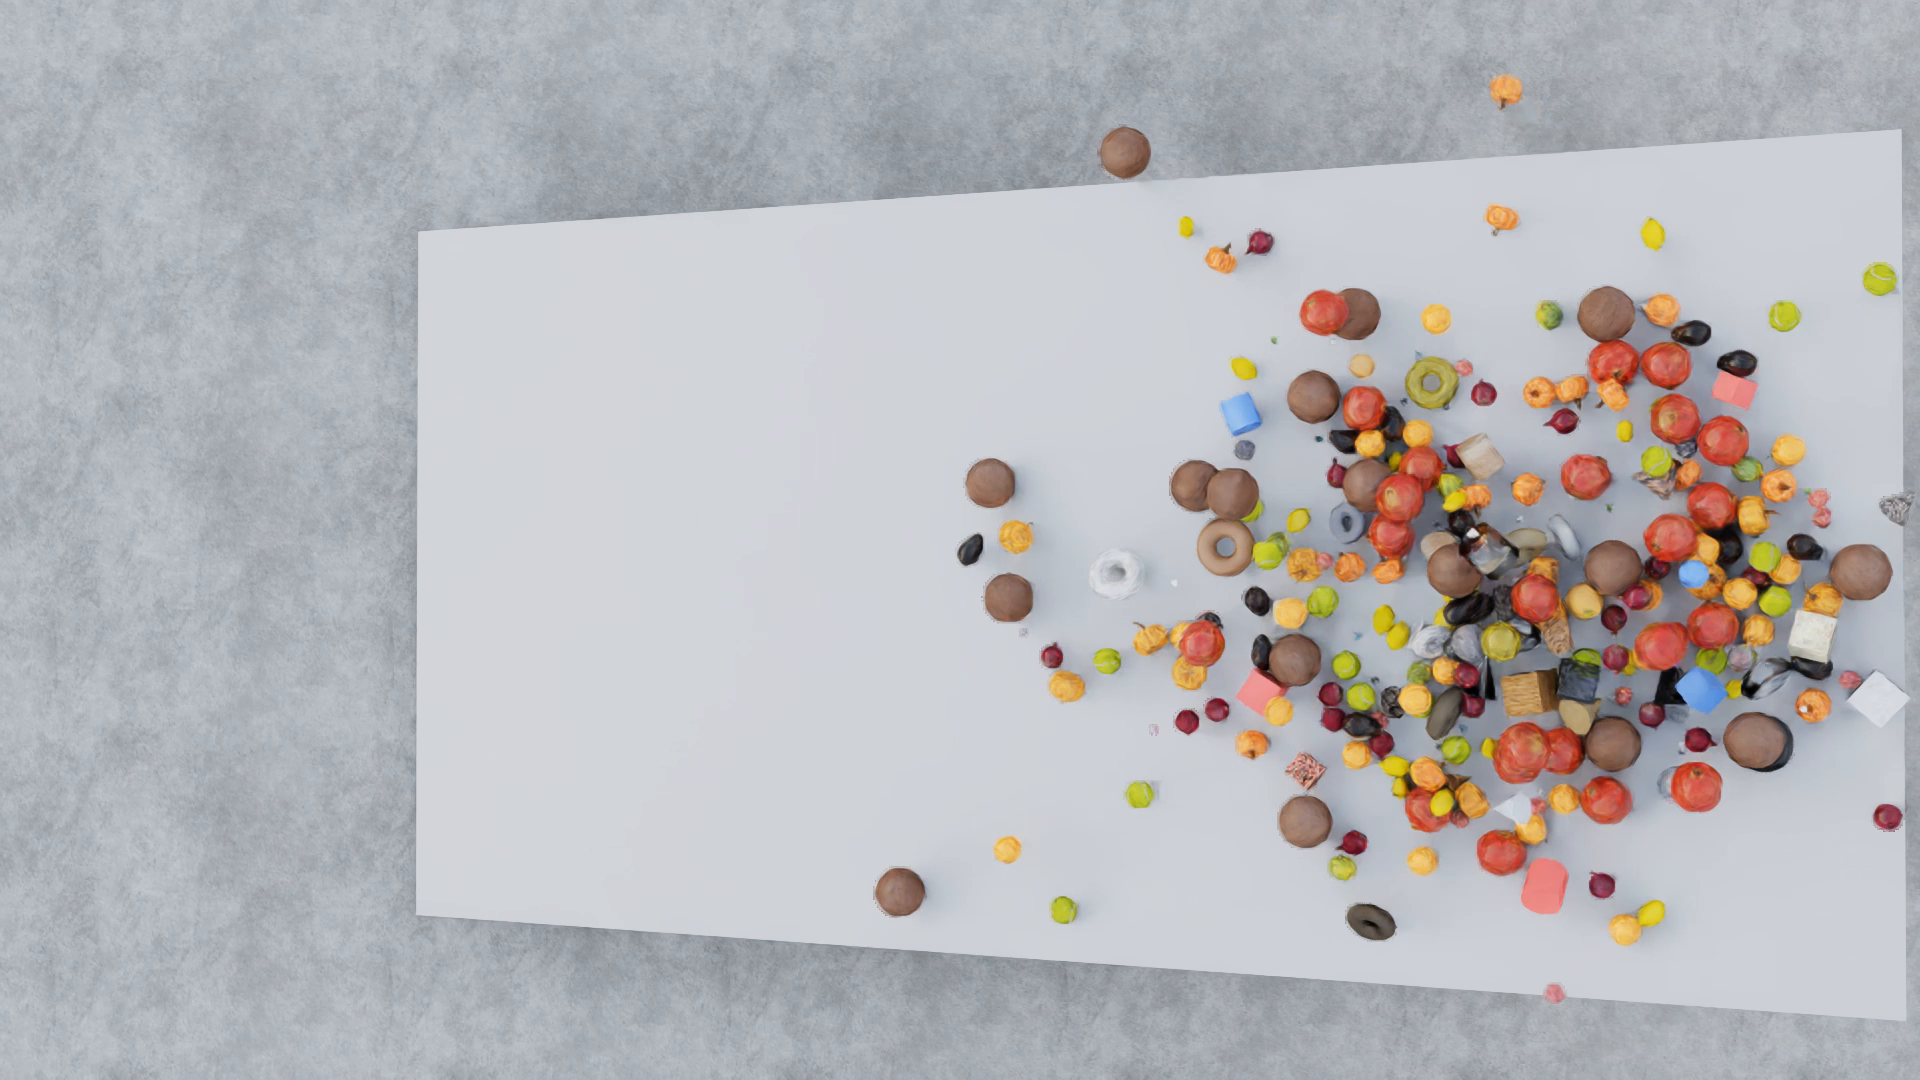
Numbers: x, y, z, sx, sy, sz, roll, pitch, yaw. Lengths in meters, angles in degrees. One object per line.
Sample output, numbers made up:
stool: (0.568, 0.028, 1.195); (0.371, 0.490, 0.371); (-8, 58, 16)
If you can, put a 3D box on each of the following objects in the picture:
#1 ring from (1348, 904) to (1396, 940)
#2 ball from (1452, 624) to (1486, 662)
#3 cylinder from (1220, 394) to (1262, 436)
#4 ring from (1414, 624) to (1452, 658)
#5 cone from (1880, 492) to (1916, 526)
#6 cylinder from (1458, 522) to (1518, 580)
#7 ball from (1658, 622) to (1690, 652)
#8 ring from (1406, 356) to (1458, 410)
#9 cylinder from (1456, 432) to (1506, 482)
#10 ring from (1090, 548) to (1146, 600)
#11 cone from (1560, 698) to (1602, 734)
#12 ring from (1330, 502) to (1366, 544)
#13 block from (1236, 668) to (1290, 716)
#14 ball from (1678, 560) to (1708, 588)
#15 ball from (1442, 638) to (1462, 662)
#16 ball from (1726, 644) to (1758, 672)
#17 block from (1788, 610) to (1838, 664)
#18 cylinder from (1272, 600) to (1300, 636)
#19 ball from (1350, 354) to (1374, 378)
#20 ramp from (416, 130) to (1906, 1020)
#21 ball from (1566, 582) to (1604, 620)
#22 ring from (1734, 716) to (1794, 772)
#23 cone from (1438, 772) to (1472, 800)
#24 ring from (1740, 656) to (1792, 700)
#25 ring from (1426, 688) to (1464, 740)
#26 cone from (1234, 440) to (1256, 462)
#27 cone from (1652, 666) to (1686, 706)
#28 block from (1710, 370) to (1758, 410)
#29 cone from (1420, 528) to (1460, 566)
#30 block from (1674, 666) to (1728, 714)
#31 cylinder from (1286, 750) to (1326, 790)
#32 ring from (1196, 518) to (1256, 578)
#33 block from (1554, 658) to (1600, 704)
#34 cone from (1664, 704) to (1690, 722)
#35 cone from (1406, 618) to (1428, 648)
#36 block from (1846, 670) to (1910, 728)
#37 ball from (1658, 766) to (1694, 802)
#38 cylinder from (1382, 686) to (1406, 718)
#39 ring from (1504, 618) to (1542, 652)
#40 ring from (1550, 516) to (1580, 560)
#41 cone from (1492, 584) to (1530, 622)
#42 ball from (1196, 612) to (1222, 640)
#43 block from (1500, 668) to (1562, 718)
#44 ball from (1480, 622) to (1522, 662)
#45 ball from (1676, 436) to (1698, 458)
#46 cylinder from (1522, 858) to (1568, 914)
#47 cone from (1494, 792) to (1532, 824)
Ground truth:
ring: (0.996, 0.925, 5.321); (0.121, 0.121, 0.040); (30, 55, 0)
ball: (1.200, 0.240, 5.167); (0.088, 0.088, 0.088); (0, 89, 0)
cylinder: (0.699, -0.312, 5.467); (0.080, 0.080, 0.080); (-20, 78, 0)
ring: (1.132, 0.243, 5.266); (0.098, 0.033, 0.098); (-10, 133, -11)
cone: (2.099, -0.084, 4.885); (0.074, 0.074, 0.074); (32, 134, 0)
cylinder: (1.212, 0.027, 5.040); (0.096, 0.096, 0.096); (36, 89, -17)
ball: (1.649, 0.224, 5.083); (0.070, 0.070, 0.070); (0, 89, 0)
ring: (1.140, -0.380, 5.313); (0.128, 0.043, 0.128); (0, 90, 21)
cylinder: (1.234, -0.198, 5.215); (0.084, 0.084, 0.084); (-35, 99, 0)
ring: (0.397, 0.087, 5.566); (0.145, 0.048, 0.145); (-7, 59, 12)
cone: (1.467, 0.391, 5.127); (0.096, 0.096, 0.096); (-24, 89, -25)
ring: (0.947, -0.042, 5.377); (0.034, 0.103, 0.103); (-1, 89, -43)
block: (0.748, 0.377, 5.439); (0.085, 0.085, 0.085); (35, 102, 19)
ball: (1.651, 0.077, 4.947); (0.065, 0.065, 0.065); (0, 89, 0)
ball: (1.180, 0.259, 5.236); (0.060, 0.060, 0.060); (0, 89, 0)
ball: (1.763, 0.266, 4.957); (0.066, 0.066, 0.066); (0, 89, 0)
block: (1.910, 0.217, 4.925); (0.084, 0.084, 0.084); (15, 77, 26)
cylinder: (0.802, 0.191, 5.403); (0.068, 0.068, 0.068); (5, 63, 0)
ball: (0.967, -0.419, 5.290); (0.060, 0.060, 0.060); (0, 89, 0)
ramp: (0.283, 0.086, 5.731); (4.000, 0.100, 2.000); (0, 89, 22)
ball: (1.462, 0.143, 5.151); (0.087, 0.087, 0.087); (0, 89, 0)
ring: (1.835, 0.465, 5.019); (0.131, 0.044, 0.131); (-1, 89, 21)
cone: (1.198, 0.580, 5.283); (0.070, 0.070, 0.070); (-19, 89, -6)
ring: (1.826, 0.314, 4.984); (0.124, 0.124, 0.041); (-27, 52, 0)
ring: (1.155, 0.412, 5.233); (0.045, 0.135, 0.135); (29, 89, 25)
cone: (0.702, -0.225, 5.481); (0.055, 0.055, 0.055); (0, 89, 22)
cone: (1.635, 0.360, 5.095); (0.098, 0.098, 0.098); (14, 51, -18)
block: (1.770, -0.342, 5.025); (0.062, 0.062, 0.062); (14, 102, -29)
cone: (1.161, -0.004, 5.264); (0.094, 0.094, 0.094); (13, 126, 19)
block: (1.685, 0.341, 4.998); (0.069, 0.069, 0.069); (20, 120, -34)
cylinder: (0.850, 0.566, 5.403); (0.070, 0.070, 0.070); (41, 89, 18)
ring: (0.665, 0.018, 5.497); (0.150, 0.050, 0.150); (0, 91, 22)
block: (1.428, 0.326, 5.088); (0.082, 0.082, 0.082); (11, 98, 10)
cone: (1.656, 0.394, 5.083); (0.055, 0.055, 0.055); (-3, 83, 21)
cone: (1.132, 0.240, 5.311); (0.078, 0.078, 0.078); (25, 89, -6)
block: (2.049, 0.353, 4.907); (0.092, 0.092, 0.092); (43, 105, 17)
ball: (1.651, 0.564, 5.072); (0.081, 0.081, 0.081); (0, 89, 0)
cylinder: (1.048, 0.393, 5.320); (0.055, 0.055, 0.055); (-13, 129, 0)
ring: (1.321, 0.226, 5.202); (0.108, 0.108, 0.036); (17, 56, 0)
ring: (1.418, -0.006, 5.155); (0.038, 0.115, 0.115); (-27, 89, 7)
cone: (1.299, 0.171, 5.241); (0.092, 0.092, 0.092); (13, 123, 0)
ball: (0.621, 0.214, 5.483); (0.066, 0.066, 0.066); (0, 89, 0)
block: (1.346, 0.360, 5.174); (0.096, 0.096, 0.096); (-4, 84, -45)
ball: (1.240, 0.233, 5.041); (0.091, 0.091, 0.091); (0, 89, 0)
ball: (1.681, -0.215, 5.086); (0.050, 0.050, 0.050); (0, 89, 0)
cylinder: (1.365, 0.809, 5.133); (0.093, 0.093, 0.093); (28, 51, 0)
cone: (1.261, 0.619, 5.069); (0.078, 0.078, 0.078); (8, 78, -42)
